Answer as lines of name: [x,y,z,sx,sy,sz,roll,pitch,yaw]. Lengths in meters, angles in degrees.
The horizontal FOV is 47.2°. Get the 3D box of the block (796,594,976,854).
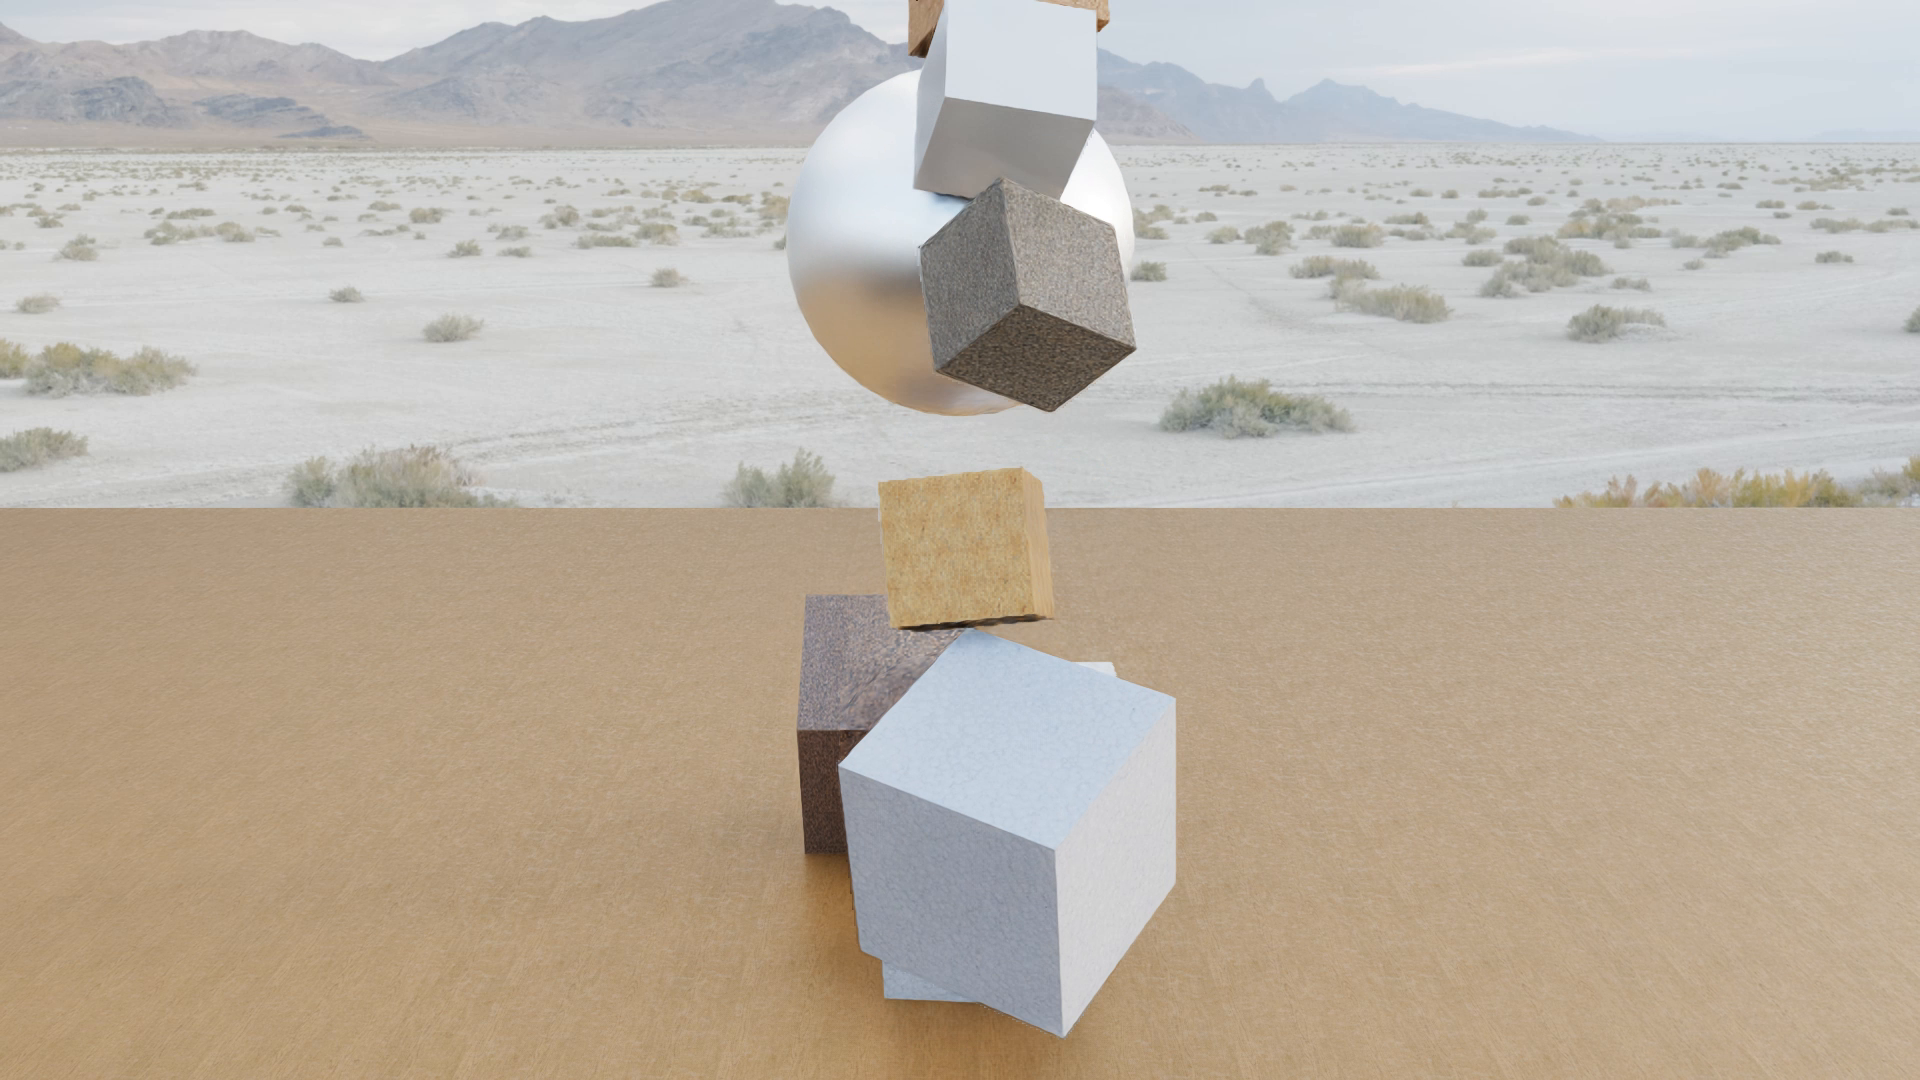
block: [-0.348,0.919,11.016,0.850,0.894,0.934,0,42,0]

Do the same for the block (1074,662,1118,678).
block: [0.444,1.098,11.357,0.732,0.776,0.769,0,10,0]

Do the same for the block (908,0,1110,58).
block: [0.200,-2.449,9.490,0.656,0.632,0.613,7,-18,-25]

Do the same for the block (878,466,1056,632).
block: [0.036,0.049,8.491,0.544,0.548,0.639,-6,-5,9]

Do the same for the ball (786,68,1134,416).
ball: [0.000,-1.367,10.090,1.600,1.600,1.600,0,10,0]

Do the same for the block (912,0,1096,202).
block: [0.180,-1.809,9.068,0.614,0.543,0.652,7,-26,-10]

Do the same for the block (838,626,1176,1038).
block: [0.199,1.052,8.056,0.874,0.938,0.869,18,42,27]

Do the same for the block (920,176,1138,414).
block: [0.264,-0.963,8.716,0.600,0.608,0.519,17,-37,-36]

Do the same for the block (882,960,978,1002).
block: [0.132,1.363,9.253,0.825,0.827,0.806,1,25,7]
